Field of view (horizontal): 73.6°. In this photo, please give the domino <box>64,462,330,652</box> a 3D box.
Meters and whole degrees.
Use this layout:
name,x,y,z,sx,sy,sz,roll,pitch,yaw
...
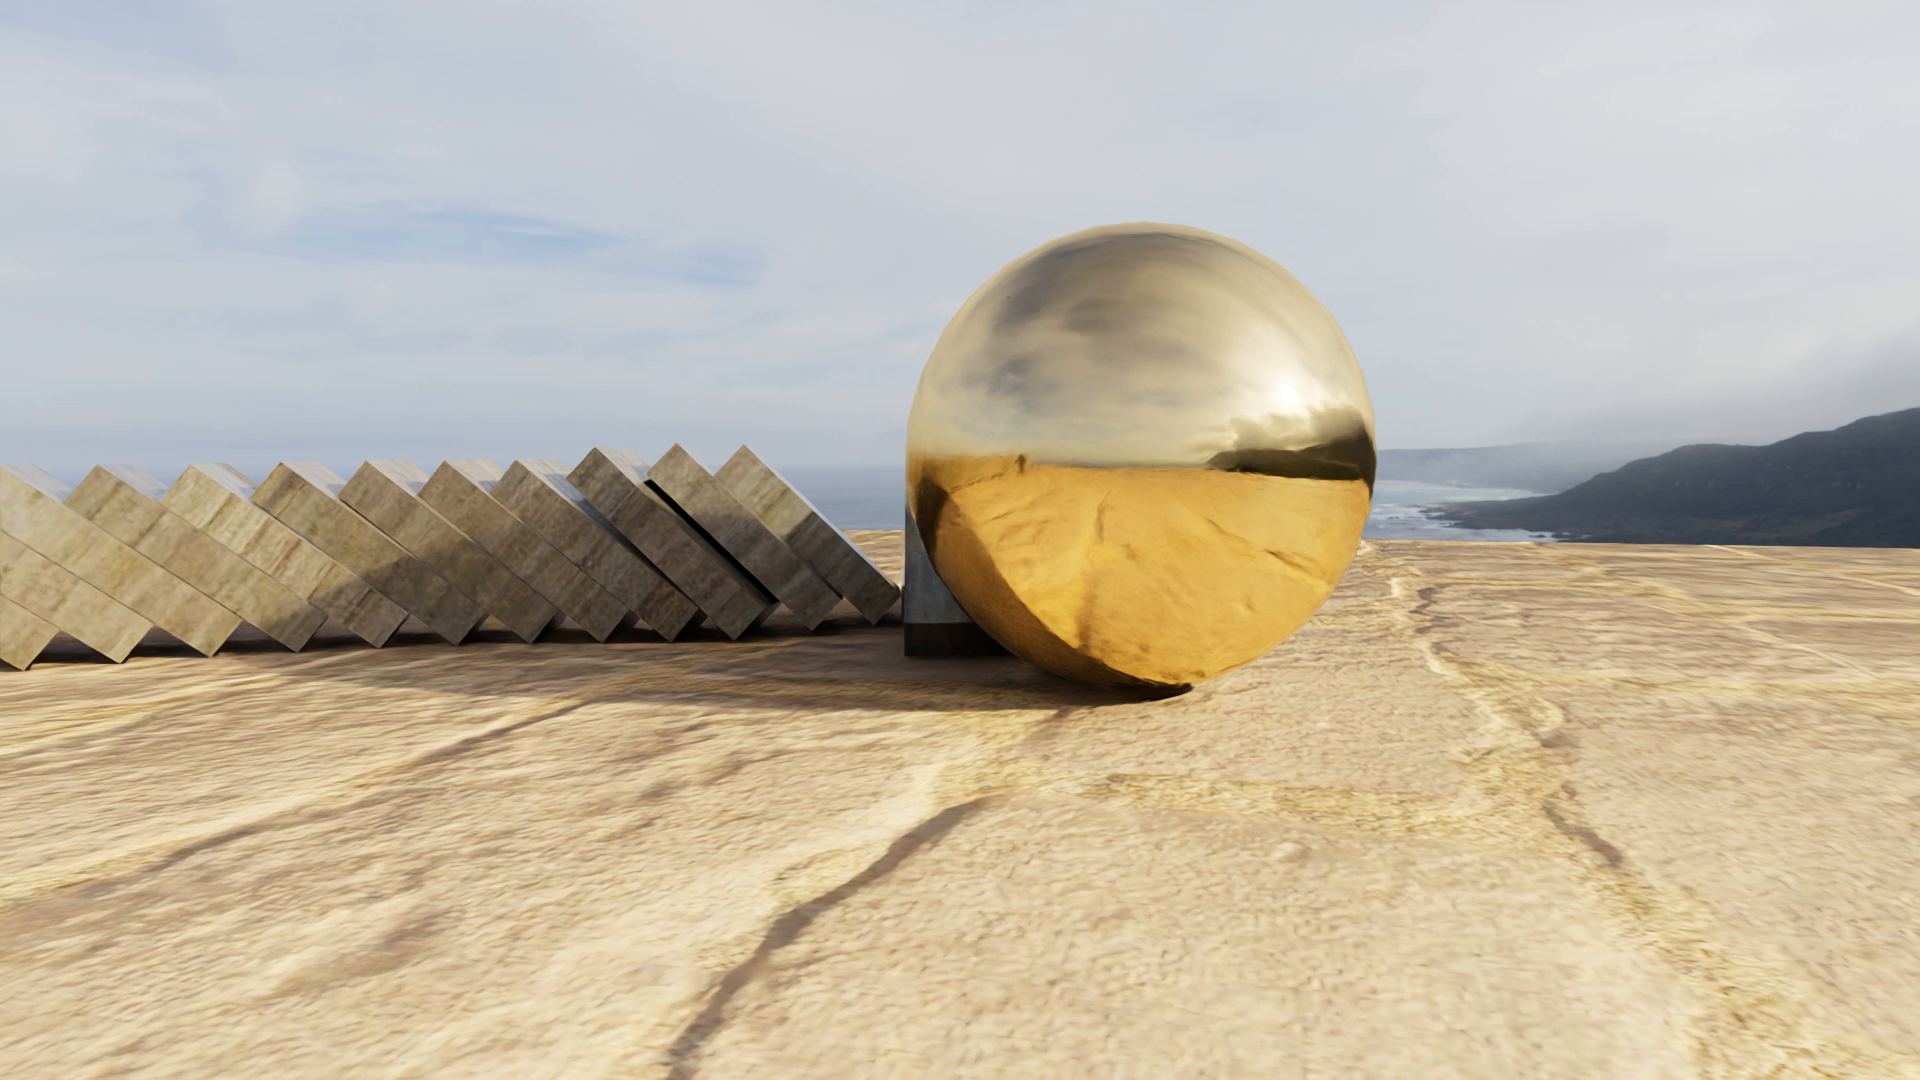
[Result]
name,x,y,z,sx,sy,sz,roll,pitch,yaw
domino,-0.155,0.003,0.266,0.050,0.009,0.025,39,-9,-18

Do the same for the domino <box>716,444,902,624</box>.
name,x,y,z,sx,sy,sz,roll,pitch,yaw
domino,-0.036,-0.002,0.306,0.050,0.010,0.025,44,-1,-5

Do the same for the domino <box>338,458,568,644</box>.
name,x,y,z,sx,sy,sz,roll,pitch,yaw
domino,-0.108,0.002,0.282,0.050,0.009,0.025,39,1,-6

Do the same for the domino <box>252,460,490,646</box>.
name,x,y,z,sx,sy,sz,roll,pitch,yaw
domino,-0.124,0.002,0.278,0.050,0.010,0.025,39,-3,-11

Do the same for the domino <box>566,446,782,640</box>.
name,x,y,z,sx,sy,sz,roll,pitch,yaw
domino,-0.062,0.000,0.286,0.050,0.009,0.025,44,4,0

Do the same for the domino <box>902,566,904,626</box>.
name,x,y,z,sx,sy,sz,roll,pitch,yaw
domino,-0.002,0.013,0.325,0.025,0.009,0.050,0,4,-2

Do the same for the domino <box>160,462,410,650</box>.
name,x,y,z,sx,sy,sz,roll,pitch,yaw
domino,-0.140,0.003,0.272,0.050,0.009,0.025,39,-7,-15

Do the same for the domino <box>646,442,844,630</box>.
name,x,y,z,sx,sy,sz,roll,pitch,yaw
domino,-0.048,-0.001,0.294,0.050,0.009,0.025,44,-1,-4

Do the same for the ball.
name,x,y,z,sx,sy,sz,roll,pitch,yaw
ball,0.030,-0.014,0.223,0.080,0.080,0.080,0,4,0

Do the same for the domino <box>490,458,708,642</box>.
name,x,y,z,sx,sy,sz,roll,pitch,yaw
domino,-0.077,0.002,0.285,0.050,0.009,0.025,39,4,-1

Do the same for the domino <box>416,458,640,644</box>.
name,x,y,z,sx,sy,sz,roll,pitch,yaw
domino,-0.092,0.002,0.285,0.050,0.009,0.025,39,4,-2

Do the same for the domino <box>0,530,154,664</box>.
name,x,y,z,sx,sy,sz,roll,pitch,yaw
domino,-0.183,0.004,0.250,0.050,0.010,0.025,41,-15,-24

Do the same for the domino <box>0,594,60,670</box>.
name,x,y,z,sx,sy,sz,roll,pitch,yaw
domino,-0.196,0.005,0.241,0.050,0.009,0.025,42,-19,-28

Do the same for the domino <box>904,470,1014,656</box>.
name,x,y,z,sx,sy,sz,roll,pitch,yaw
domino,0.001,0.003,0.273,0.025,0.009,0.050,0,42,-2

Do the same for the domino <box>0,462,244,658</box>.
name,x,y,z,sx,sy,sz,roll,pitch,yaw
domino,-0.169,0.004,0.259,0.050,0.009,0.025,40,-12,-21
